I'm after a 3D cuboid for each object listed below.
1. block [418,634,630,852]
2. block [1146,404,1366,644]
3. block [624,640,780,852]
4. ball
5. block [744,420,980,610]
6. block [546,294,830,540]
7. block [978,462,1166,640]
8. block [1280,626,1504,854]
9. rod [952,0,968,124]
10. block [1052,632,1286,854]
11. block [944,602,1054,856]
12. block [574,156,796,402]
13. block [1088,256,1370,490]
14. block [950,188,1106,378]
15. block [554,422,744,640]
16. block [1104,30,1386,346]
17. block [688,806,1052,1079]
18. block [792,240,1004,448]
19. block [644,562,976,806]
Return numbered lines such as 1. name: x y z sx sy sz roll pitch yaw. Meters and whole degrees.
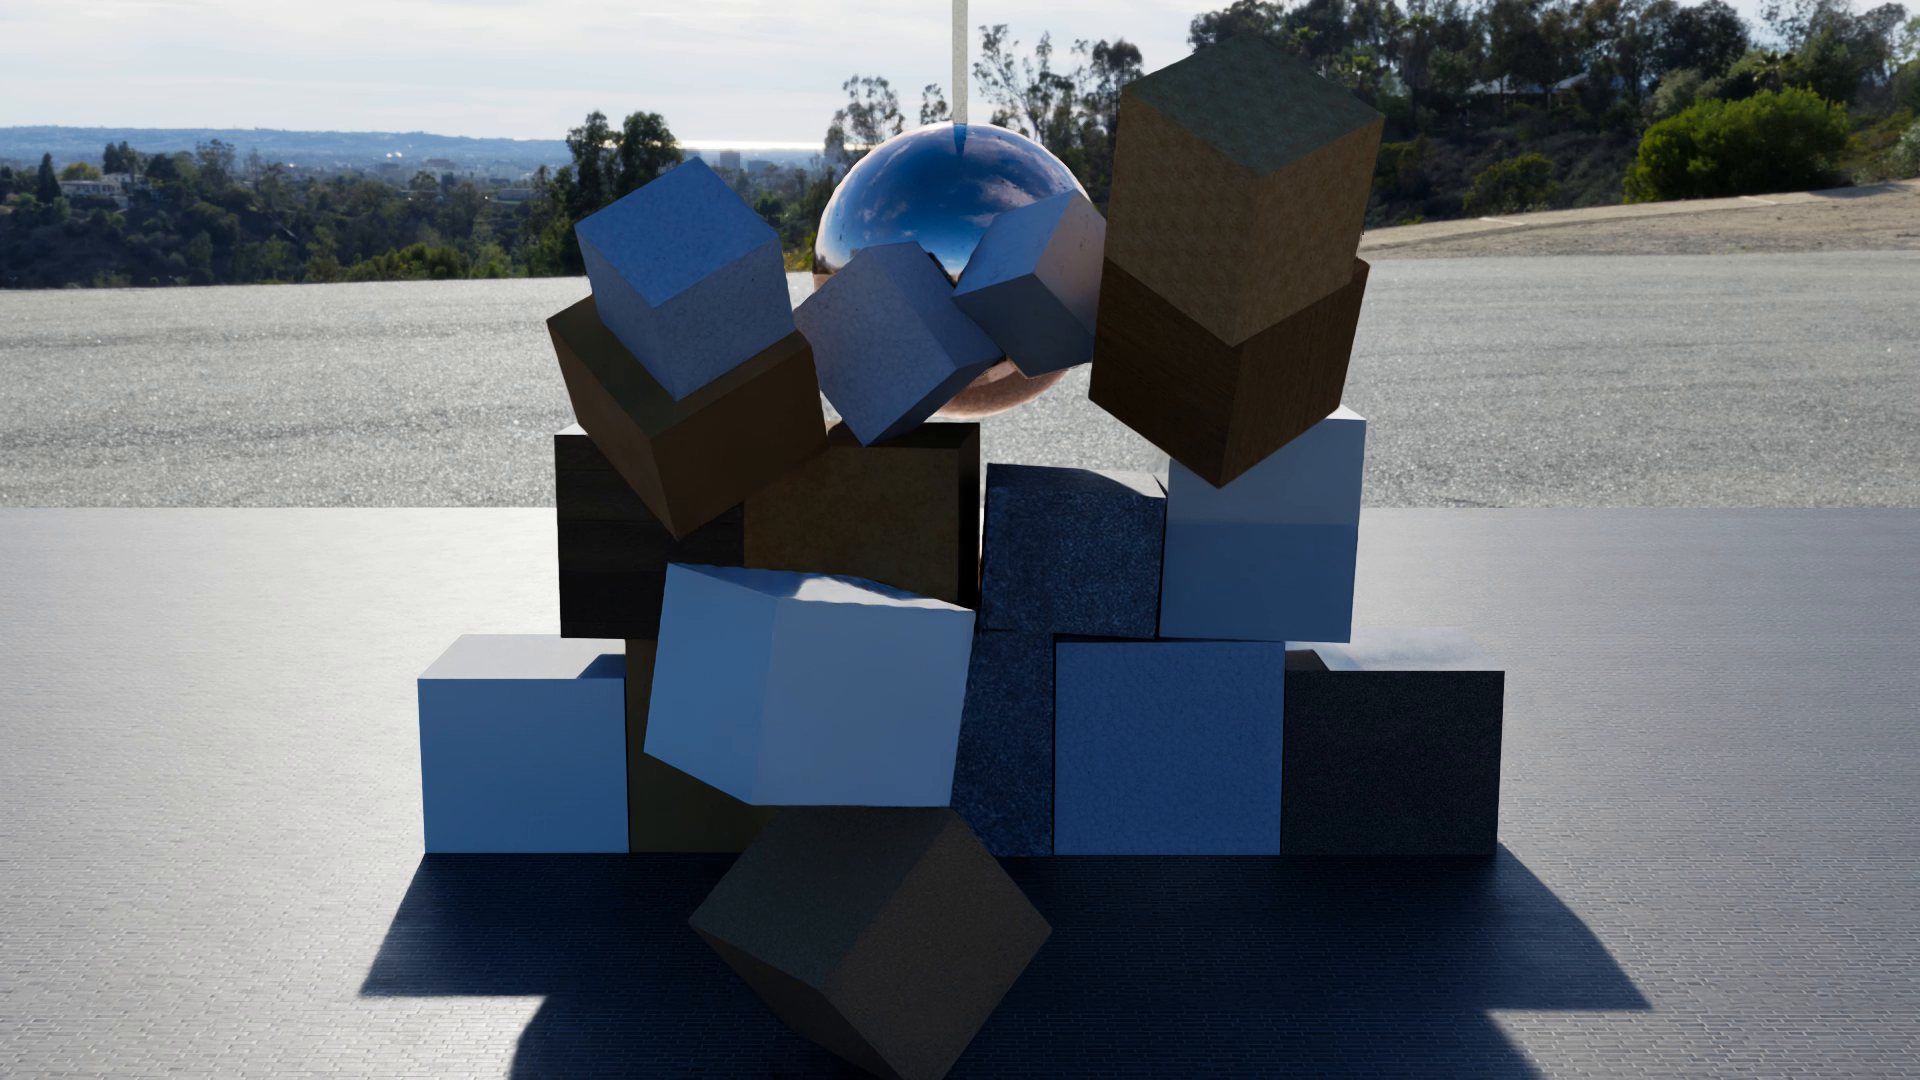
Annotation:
1. block: -2.163 1.033 11.384 1.016 0.895 0.991 0 10 0
2. block: 1.458 -0.140 11.161 0.940 1.106 0.976 2 10 -2
3. block: -1.124 0.935 11.369 1.041 1.094 0.973 0 10 0
4. ball: 0.000 -1.456 11.898 1.600 1.600 1.600 0 10 0
5. block: -0.470 -0.081 11.049 1.045 0.915 0.964 1 10 6
6. block: -1.257 -0.721 10.254 0.859 0.751 0.903 -32 58 -18
7. block: 0.542 0.042 11.008 0.852 0.698 0.784 4 10 -1
8. block: 2.136 1.015 11.349 1.070 0.942 0.985 0 10 0
9. rod: 0.000 -4.660 10.759 0.080 5.200 0.080 0 20 0
10. block: 1.031 0.941 11.363 1.122 1.082 1.042 0 10 0
11. block: -0.065 0.909 11.364 1.052 1.145 1.085 0 10 1
12. block: -1.207 -1.155 9.721 0.645 0.615 0.638 -33 58 -19
13. block: 1.244 -0.971 10.324 0.873 0.871 0.847 -32 55 -31
14. block: 0.452 -1.250 10.777 0.593 0.555 0.607 -10 -45 49
15. block: -1.465 -0.092 11.138 0.920 1.009 0.945 1 10 4
16. block: 1.226 -1.548 9.652 0.758 0.892 0.827 -29 53 -29
17. block: -0.343 1.475 8.410 0.872 0.736 0.816 13 56 50
18. block: -0.336 -0.965 10.706 0.618 0.721 0.696 -39 -4 21
19. block: -0.571 0.533 8.214 0.837 0.730 0.863 5 5 -34
